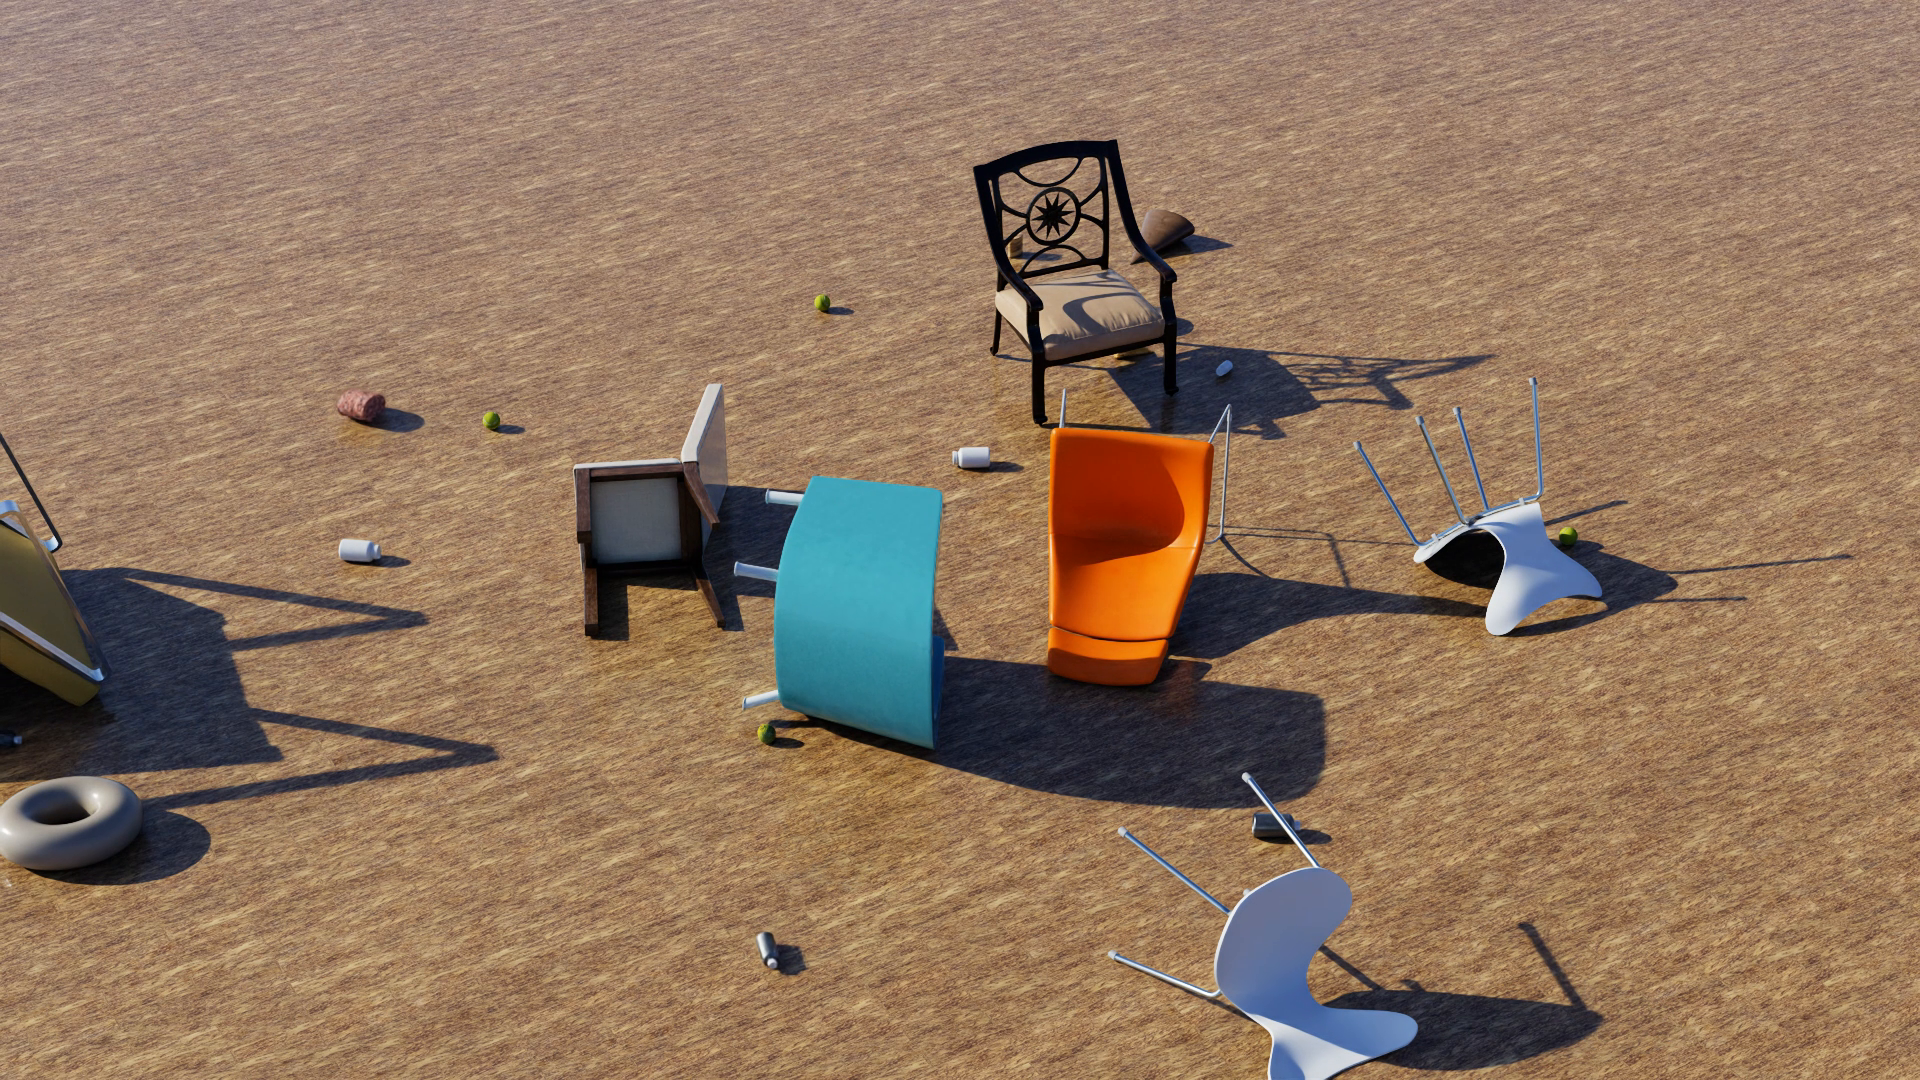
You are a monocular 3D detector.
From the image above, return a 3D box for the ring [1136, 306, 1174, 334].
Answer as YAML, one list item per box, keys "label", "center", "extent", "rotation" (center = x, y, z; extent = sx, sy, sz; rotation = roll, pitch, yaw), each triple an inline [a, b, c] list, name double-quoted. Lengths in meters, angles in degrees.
- label: "ring"
  center: [0.820, -0.921, 12.293]
  extent: [0.155, 0.055, 0.184]
  rotation: [17, 38, 26]

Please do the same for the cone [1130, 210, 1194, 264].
- label: "cone"
  center: [0.833, -1.298, 12.855]
  extent: [0.260, 0.132, 0.337]
  rotation: [18, 48, 32]

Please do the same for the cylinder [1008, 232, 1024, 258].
- label: "cylinder"
  center: [0.243, -1.287, 12.812]
  extent: [0.044, 0.095, 0.081]
  rotation: [28, 42, 35]

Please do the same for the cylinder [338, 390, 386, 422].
- label: "cylinder"
  center: [-2.380, -0.536, 11.658]
  extent: [0.117, 0.104, 0.167]
  rotation: [12, 19, 18]

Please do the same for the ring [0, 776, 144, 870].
- label: "ring"
  center: [-2.869, 0.909, 9.427]
  extent: [0.479, 0.154, 0.385]
  rotation: [-7, 33, -13]
